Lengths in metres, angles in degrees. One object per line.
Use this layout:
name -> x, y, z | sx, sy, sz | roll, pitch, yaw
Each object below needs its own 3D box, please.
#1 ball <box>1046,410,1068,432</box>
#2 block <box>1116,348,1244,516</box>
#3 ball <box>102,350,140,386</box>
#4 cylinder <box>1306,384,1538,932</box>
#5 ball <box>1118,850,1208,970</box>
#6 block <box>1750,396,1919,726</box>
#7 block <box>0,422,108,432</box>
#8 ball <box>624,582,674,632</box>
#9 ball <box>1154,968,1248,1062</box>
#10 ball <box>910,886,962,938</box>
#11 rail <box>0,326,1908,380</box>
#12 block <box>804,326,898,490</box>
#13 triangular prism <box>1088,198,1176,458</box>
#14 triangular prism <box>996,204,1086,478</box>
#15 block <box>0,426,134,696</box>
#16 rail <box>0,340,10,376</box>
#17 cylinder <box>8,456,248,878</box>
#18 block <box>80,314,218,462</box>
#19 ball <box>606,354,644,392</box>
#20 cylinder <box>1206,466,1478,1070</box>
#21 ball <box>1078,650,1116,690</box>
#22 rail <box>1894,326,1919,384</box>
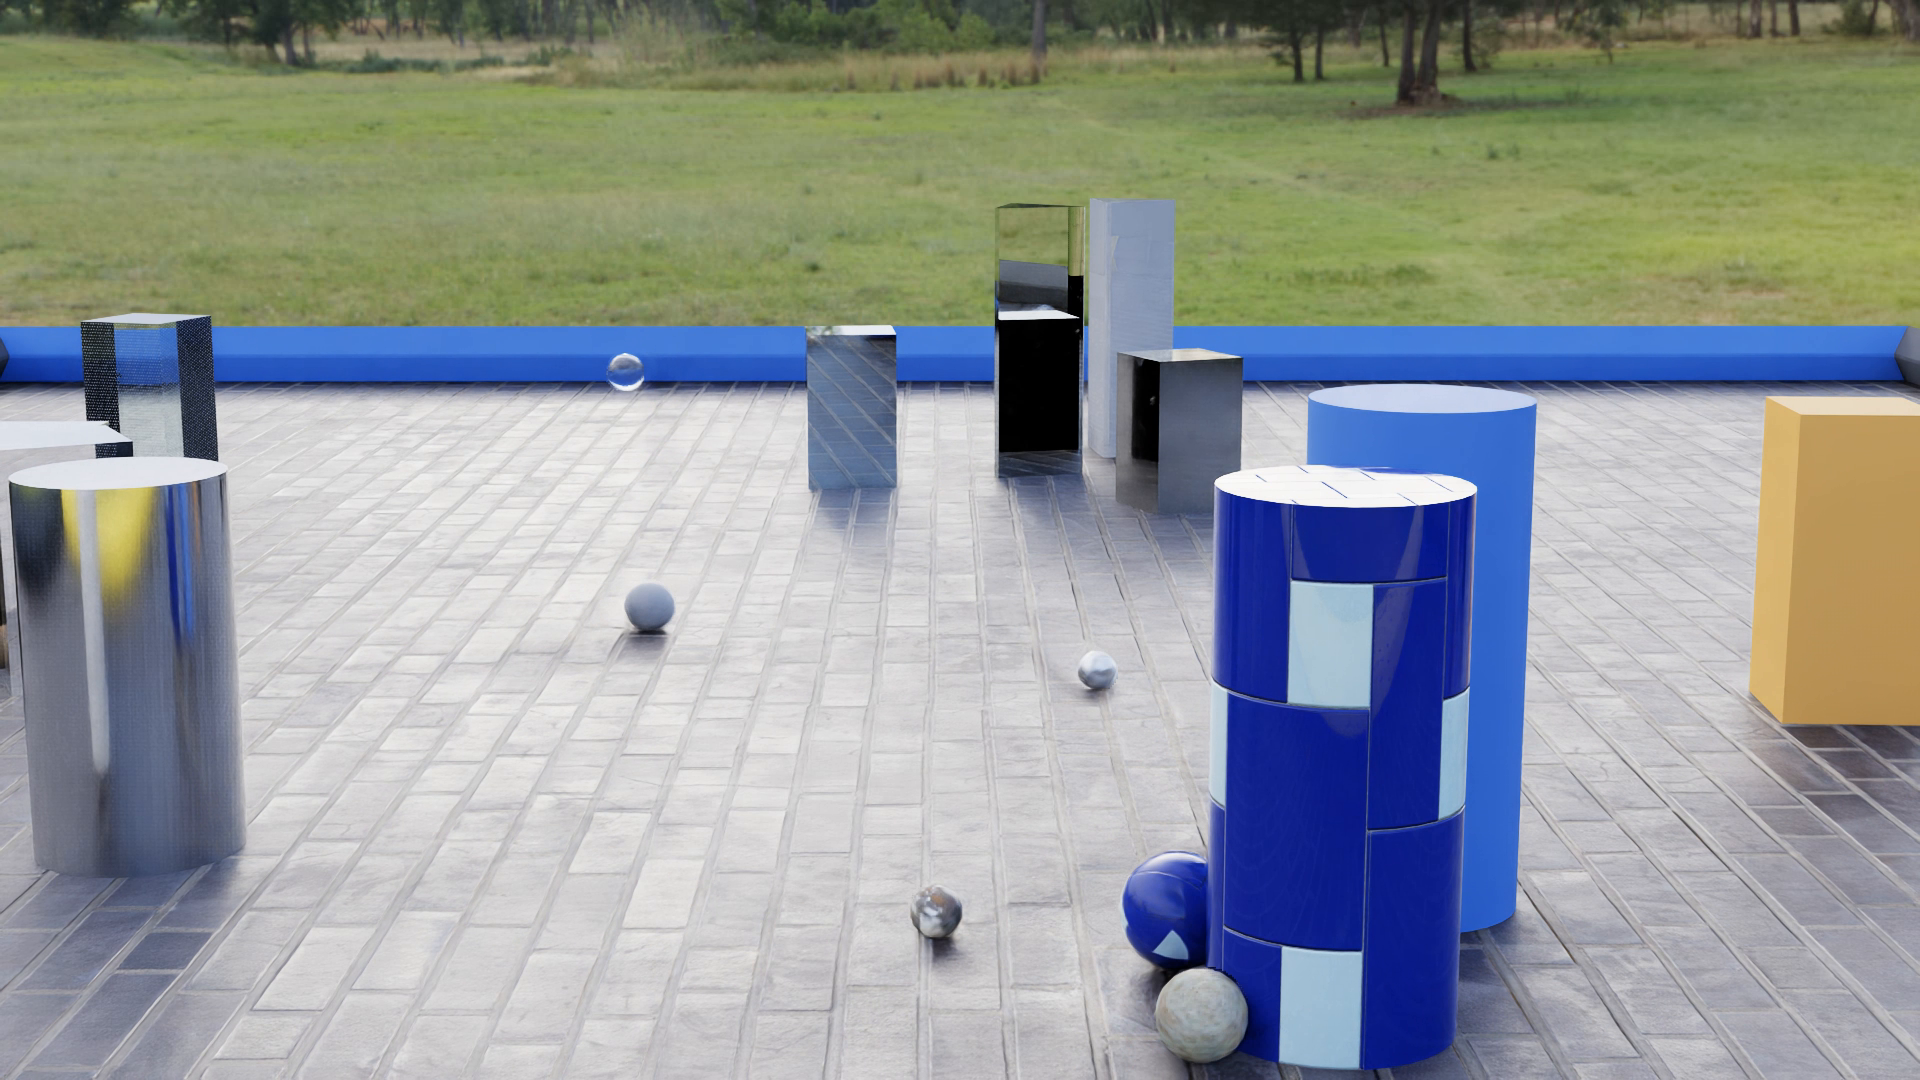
ball -> 0.195, -0.236, 5.116 | 0.045, 0.045, 0.045 | 0, 11, 0
block -> 0.363, -0.182, 4.262 | 0.154, 0.251, 0.154 | -4, 11, -23
ball -> -1.915, -0.393, 5.858 | 0.083, 0.083, 0.083 | 0, 11, 0
cylinder -> 0.393, 0.098, 2.225 | 0.192, 0.445, 0.192 | 0, 11, 0
ball -> 0.177, 0.301, 2.087 | 0.096, 0.096, 0.096 | 0, 11, 0
block -> 1.000, 0.021, 2.905 | 0.154, 0.348, 0.154 | 1, 11, 3
block -> -1.231, -0.025, 3.426 | 0.154, 0.248, 0.154 | 0, 11, -1
ball -> -0.403, 0.086, 3.330 | 0.064, 0.064, 0.064 | 0, 11, 0
ball -> 0.178, 0.351, 1.894 | 0.069, 0.069, 0.069 | 0, 11, 0
ball -> -0.020, 0.313, 2.162 | 0.045, 0.045, 0.045 | 0, 11, 0
rail -> -0.014, -0.428, 5.923 | 4.427, 0.125, 0.045 | 0, 11, 0
block -> -0.192, -0.235, 4.500 | 0.154, 0.267, 0.154 | -1, 11, -5
triangular prism -> 0.294, -0.406, 4.857 | 0.166, 0.474, 0.144 | -8, 13, -37
triangular prism -> 0.120, -0.362, 4.611 | 0.166, 0.476, 0.144 | -4, 11, -18
block -> -1.075, 0.021, 3.064 | 0.154, 0.290, 0.154 | -6, 12, -29
rail -> -2.190, 0.034, 3.437 | 0.045, 0.125, 5.080 | 0, 11, 0
cylinder -> -0.770, 0.113, 2.384 | 0.192, 0.356, 0.192 | 0, 11, 0
block -> -1.393, -0.234, 4.418 | 0.154, 0.296, 0.154 | 3, 11, 17
ball -> -0.750, -0.376, 5.759 | 0.085, 0.085, 0.085 | 0, 11, 0
cylinder -> 0.285, 0.165, 1.935 | 0.192, 0.419, 0.192 | 0, 11, 0
ball -> 0.161, 0.153, 3.019 | 0.046, 0.046, 0.046 | 0, 11, 0
rail -> 2.190, 0.030, 3.462 | 0.045, 0.125, 5.080 | 0, 11, 0
